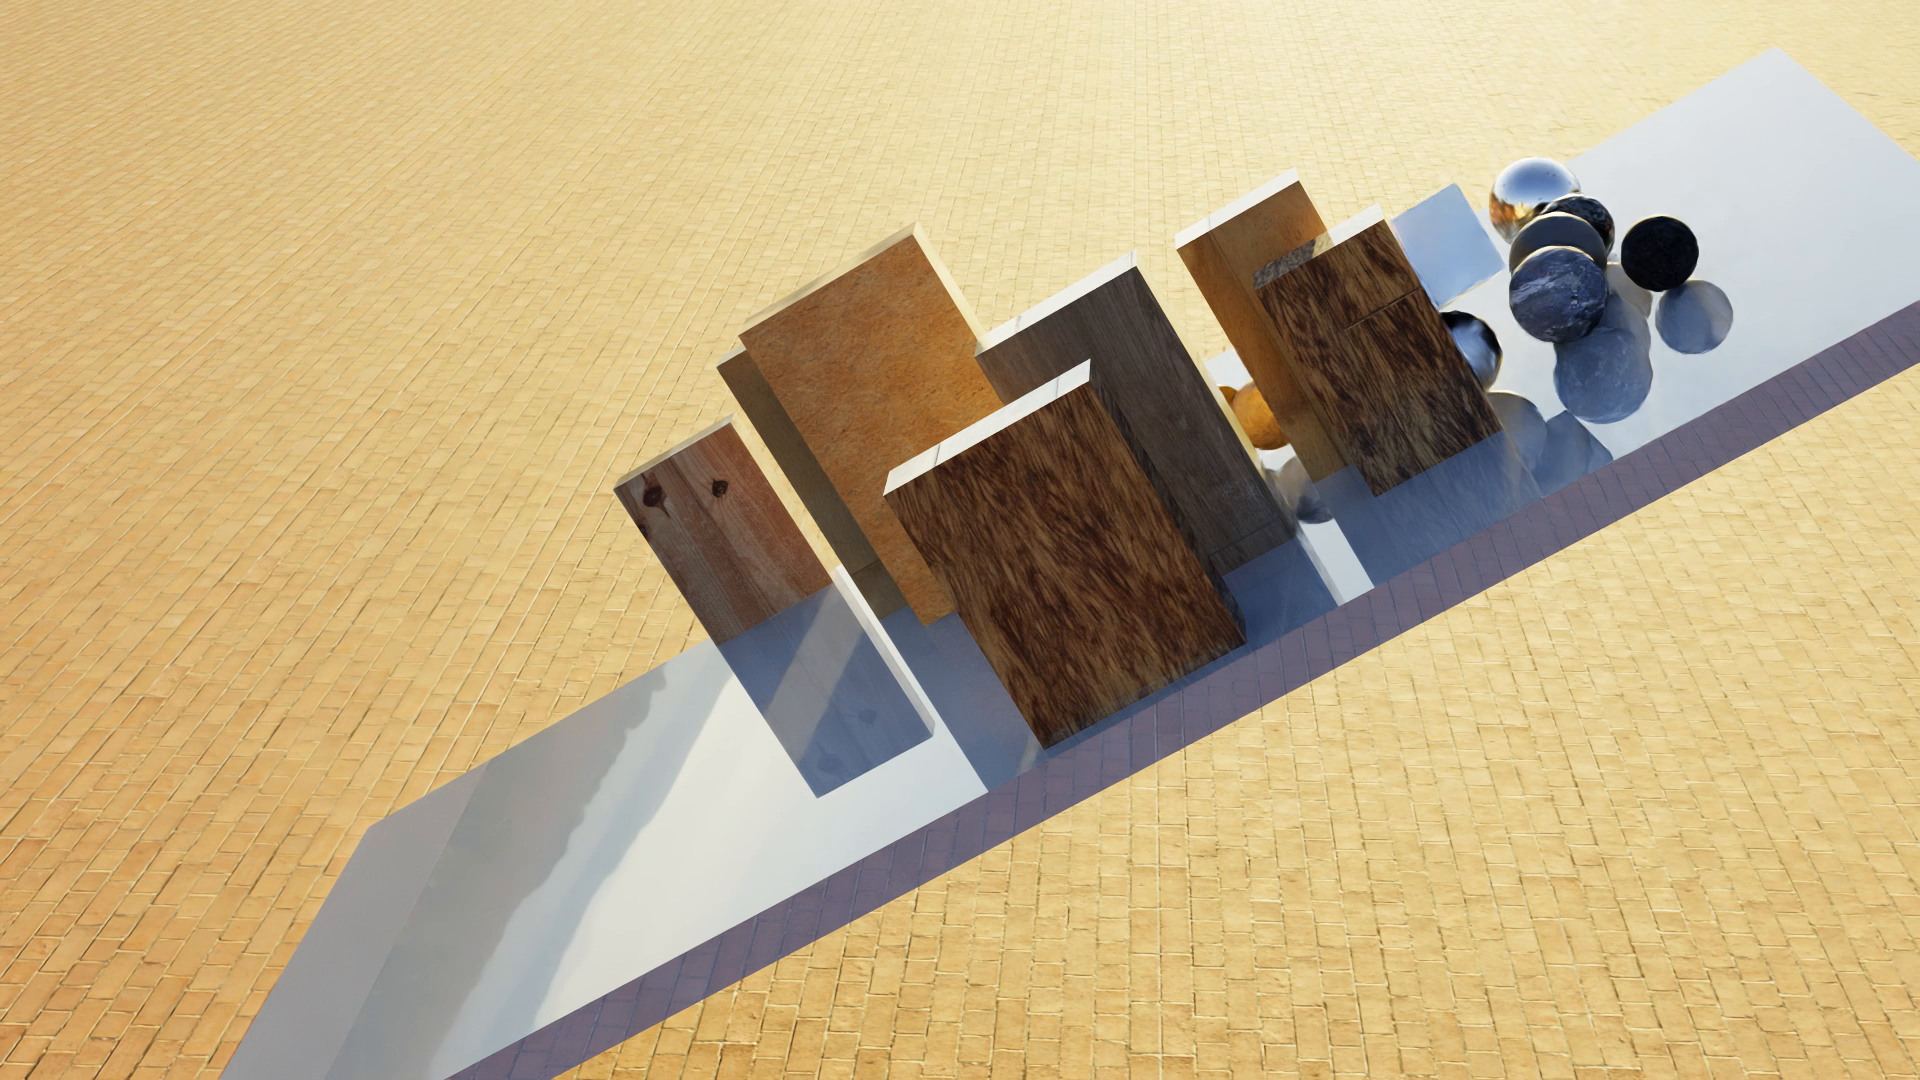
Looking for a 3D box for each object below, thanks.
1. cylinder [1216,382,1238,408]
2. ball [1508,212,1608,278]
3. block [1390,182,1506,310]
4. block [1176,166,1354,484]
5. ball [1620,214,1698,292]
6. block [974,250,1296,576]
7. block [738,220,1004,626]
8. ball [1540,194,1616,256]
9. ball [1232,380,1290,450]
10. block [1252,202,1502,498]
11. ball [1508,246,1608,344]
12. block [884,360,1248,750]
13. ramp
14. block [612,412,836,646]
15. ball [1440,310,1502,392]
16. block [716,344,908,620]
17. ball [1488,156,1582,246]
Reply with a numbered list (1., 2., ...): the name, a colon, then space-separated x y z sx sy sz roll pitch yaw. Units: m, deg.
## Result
1. cylinder: 0.506 -0.267 6.269 0.158 0.158 0.158 -10 18 -27
2. ball: 1.200 -0.560 5.907 0.194 0.194 0.194 0 19 0
3. block: 0.923 -0.554 5.742 0.191 0.191 0.191 -31 -3 1
4. block: 0.681 -0.422 5.811 0.271 0.552 0.126 -29 15 12
5. ball: 1.349 -0.554 5.675 0.148 0.148 0.148 0 19 0
6. block: 0.339 -0.198 5.654 0.353 0.615 0.137 -29 15 12
7. block: -0.086 -0.247 6.386 0.438 0.766 0.134 -29 15 12
8. ball: 1.267 -0.631 6.057 0.163 0.163 0.163 0 19 0
9. ball: 0.641 -0.264 6.100 0.157 0.157 0.157 0 19 0
10. block: 0.787 -0.358 5.554 0.272 0.466 0.138 -29 15 12
11. ball: 1.164 -0.478 5.724 0.191 0.191 0.191 0 19 0
12. block: 0.193 0.030 5.312 0.422 0.564 0.142 -29 15 12
13. ramp: 0.142 0.168 6.287 4.000 0.100 2.000 -29 15 12
14. block: -0.577 -0.025 7.247 0.343 0.474 0.092 -29 15 12
15. ball: 0.965 -0.355 5.739 0.184 0.184 0.184 0 19 0
16. block: -0.191 -0.208 6.617 0.399 0.693 0.089 -29 15 12
17. ball: 1.241 -0.723 6.338 0.204 0.204 0.204 0 19 0
